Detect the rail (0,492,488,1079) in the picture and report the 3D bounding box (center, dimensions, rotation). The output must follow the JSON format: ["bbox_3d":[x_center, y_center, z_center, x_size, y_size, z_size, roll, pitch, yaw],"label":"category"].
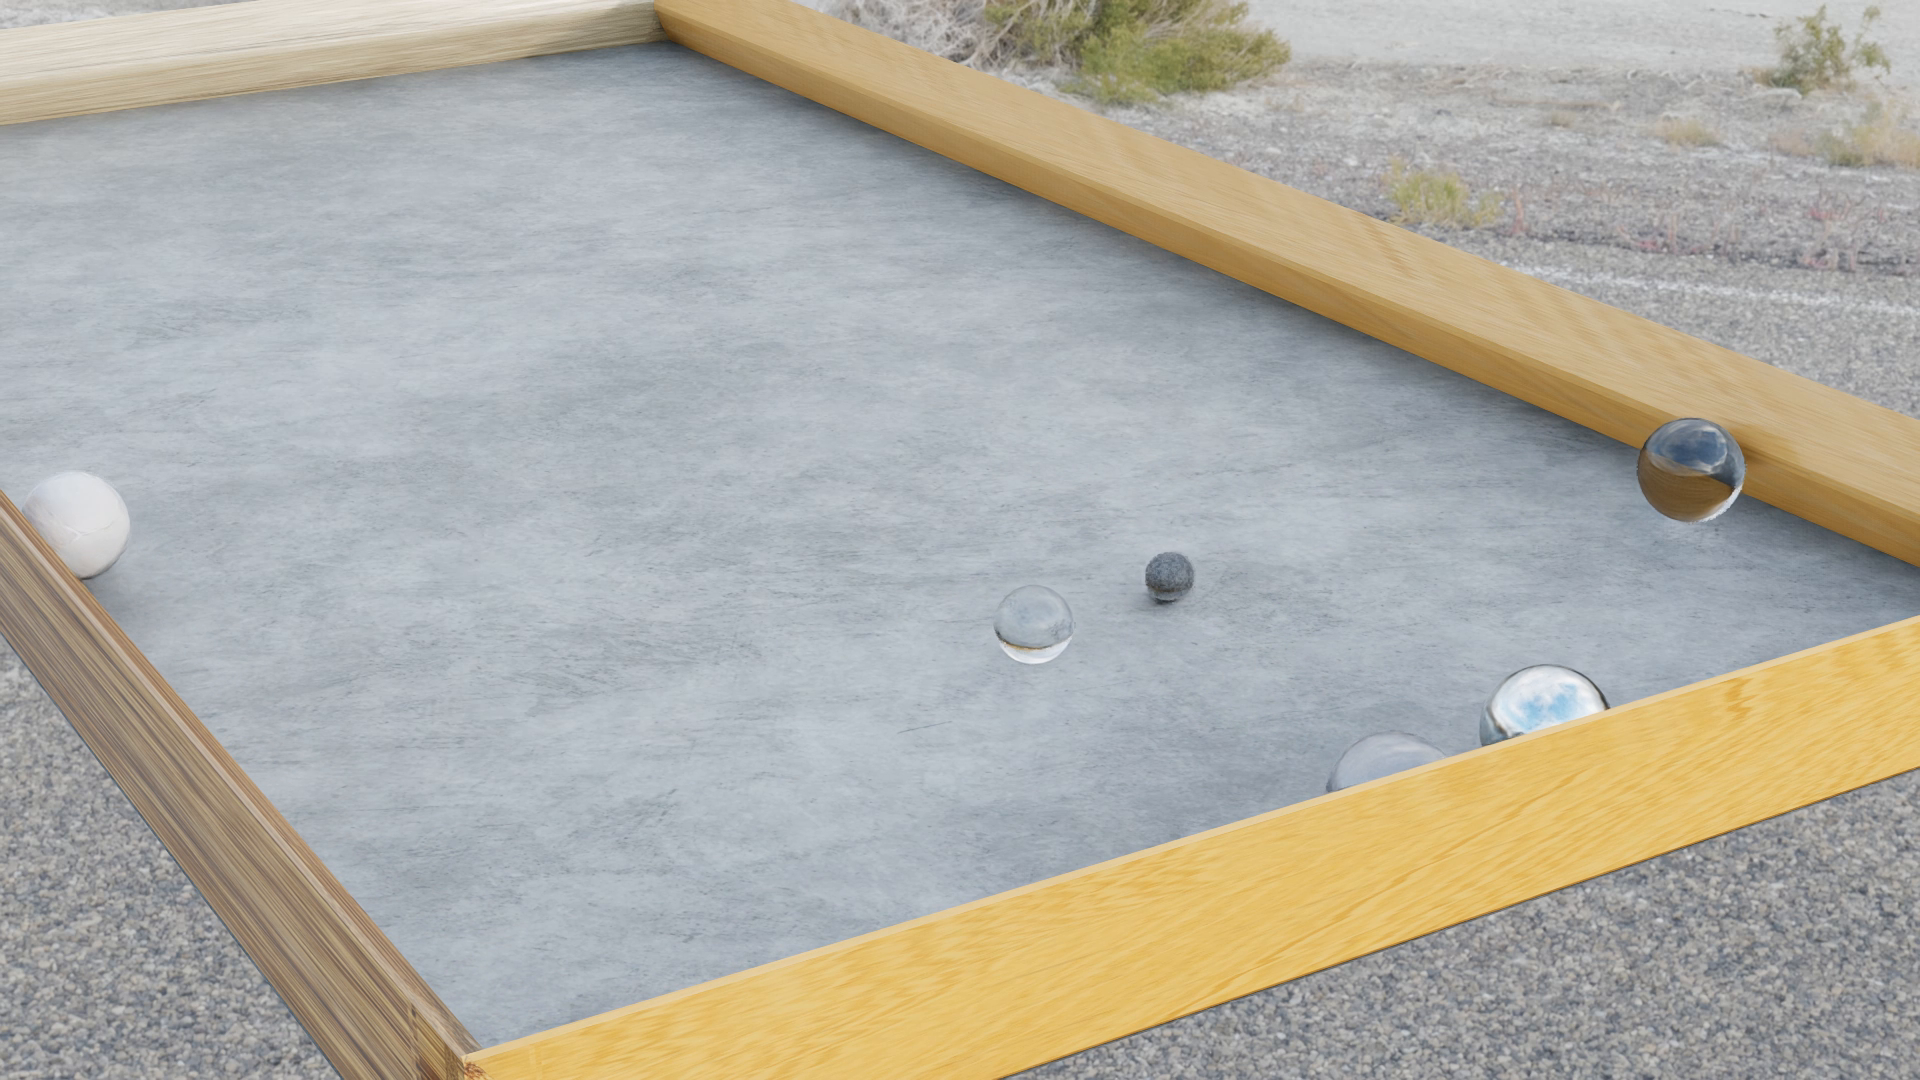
[{"bbox_3d":[-0.914,-0.098,2.574,0.045,0.122,2.594,-13,26,-29],"label":"rail"}]

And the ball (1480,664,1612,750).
[{"bbox_3d":[0.409,0.133,2.047,0.094,0.094,0.094,0,22,0],"label":"ball"}]

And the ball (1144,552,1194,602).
[{"bbox_3d":[0.169,0.030,2.372,0.040,0.040,0.040,0,22,0],"label":"ball"}]

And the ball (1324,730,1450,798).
[{"bbox_3d":[0.288,0.172,1.956,0.091,0.091,0.091,0,22,0],"label":"ball"}]

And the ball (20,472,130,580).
[{"bbox_3d":[-0.726,-0.012,2.410,0.088,0.088,0.088,0,22,0],"label":"ball"}]

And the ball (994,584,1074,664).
[{"bbox_3d":[0.057,0.065,2.258,0.061,0.061,0.061,0,22,0],"label":"ball"}]

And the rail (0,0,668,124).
[{"bbox_3d":[-1.005,-0.641,3.906,1.397,0.122,0.045,-13,26,-29],"label":"rail"}]

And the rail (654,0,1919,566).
[{"bbox_3d":[0.236,-0.365,3.228,0.045,0.122,2.594,-13,26,-29],"label":"rail"}]

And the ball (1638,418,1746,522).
[{"bbox_3d":[0.628,-0.060,2.526,0.090,0.090,0.090,0,22,0],"label":"ball"}]

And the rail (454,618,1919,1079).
[{"bbox_3d":[0.327,0.179,1.896,1.397,0.122,0.045,-13,26,-29],"label":"rail"}]
